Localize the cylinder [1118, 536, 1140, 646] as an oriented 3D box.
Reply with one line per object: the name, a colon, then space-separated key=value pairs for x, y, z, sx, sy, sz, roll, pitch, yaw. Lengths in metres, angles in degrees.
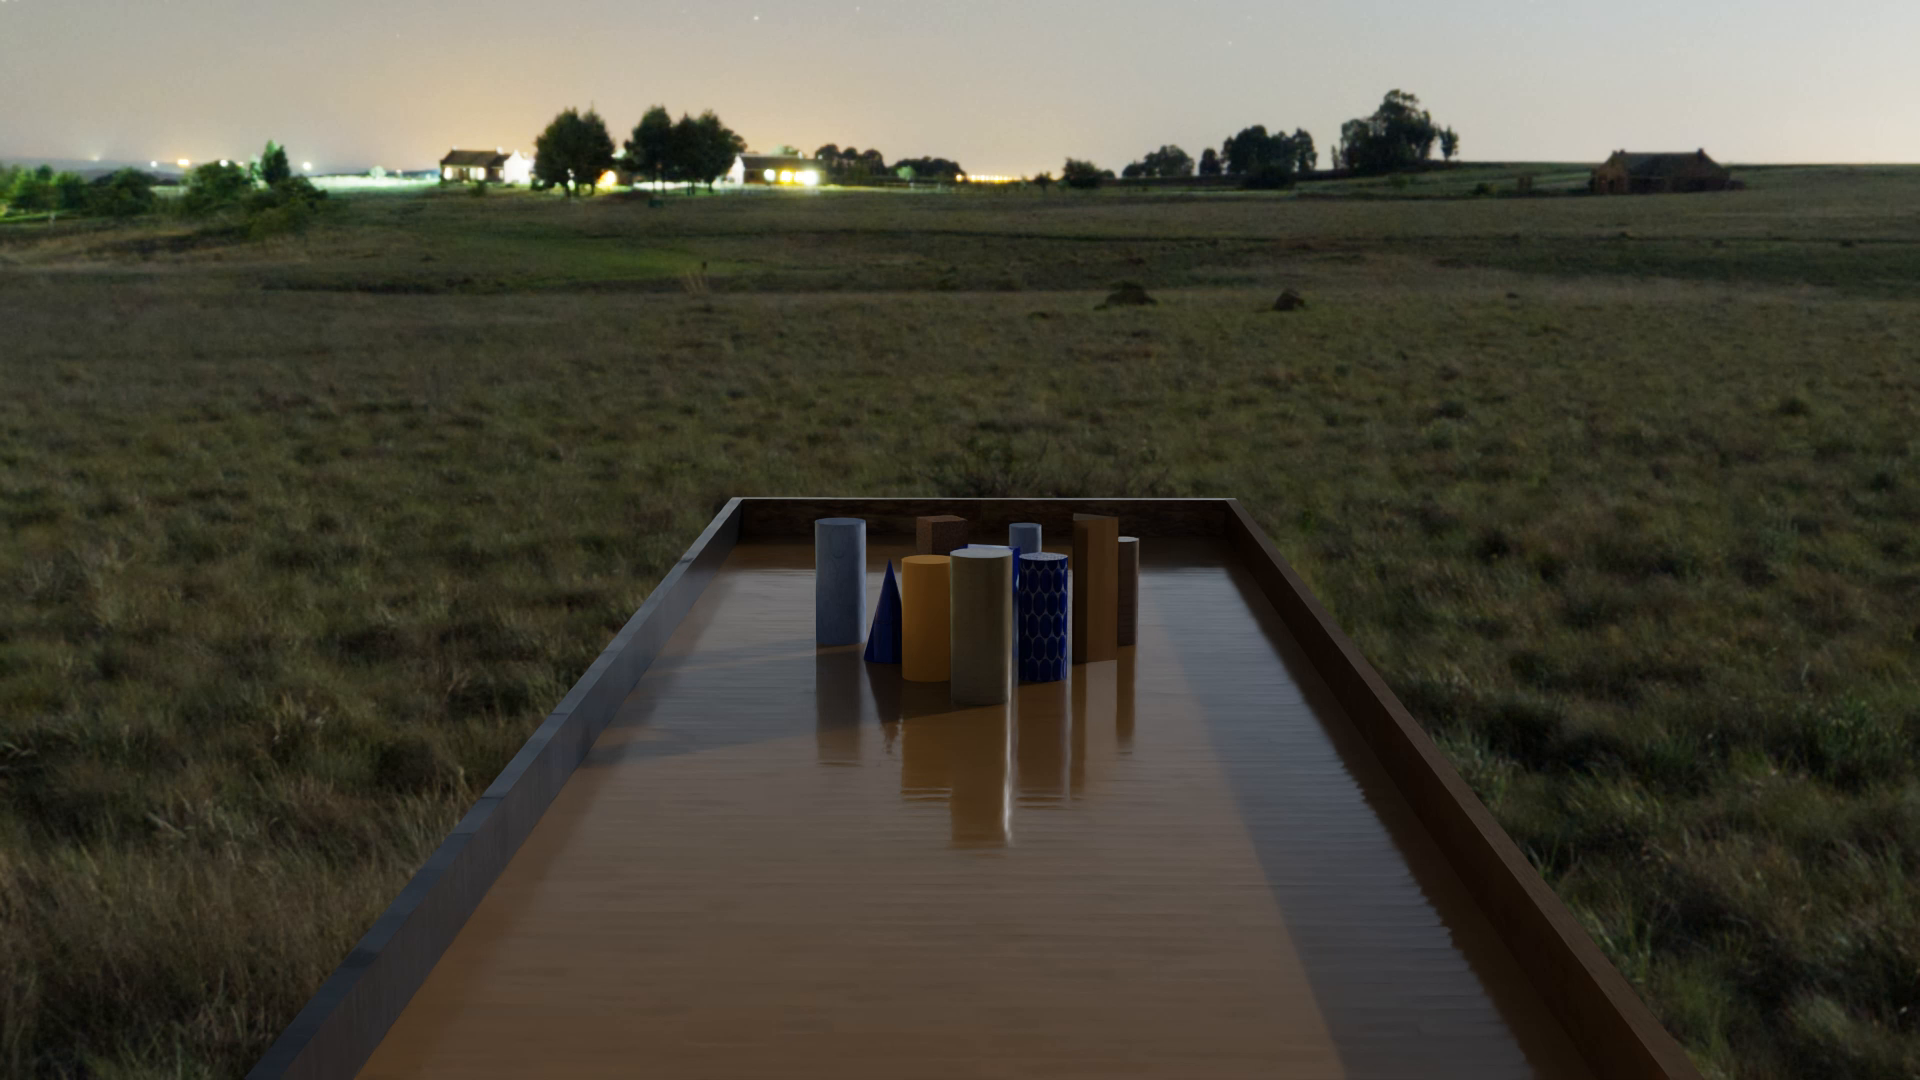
cylinder: x=0.511 y=0.161 z=6.936 sx=0.104 sy=0.331 sz=0.104 roll=0 pitch=9 yaw=0

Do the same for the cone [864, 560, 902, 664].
cone: x=-0.214 y=0.208 z=6.702 sx=0.164 sy=0.312 sz=0.164 roll=0 pitch=9 yaw=0

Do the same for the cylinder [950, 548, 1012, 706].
cylinder: x=0.060 y=0.241 z=6.156 sx=0.175 sy=0.416 sz=0.175 roll=0 pitch=9 yaw=0

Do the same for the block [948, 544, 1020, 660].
block: x=0.075 y=0.197 z=6.677 sx=0.174 sy=0.341 sz=0.174 roll=3 pitch=9 yaw=17

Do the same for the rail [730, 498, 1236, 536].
rail: x=0.099 y=-0.098 z=9.147 sx=2.100 sy=0.150 sz=0.050 roll=0 pitch=9 yaw=1

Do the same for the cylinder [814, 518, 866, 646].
cylinder: x=-0.377 y=0.130 z=6.968 sx=0.161 sy=0.383 sz=0.161 roll=0 pitch=9 yaw=0

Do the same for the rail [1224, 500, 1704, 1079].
rail: x=1.046 y=0.843 z=3.208 sx=0.050 sy=0.150 sz=12.000 roll=0 pitch=9 yaw=1

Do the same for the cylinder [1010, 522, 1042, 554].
cylinder: x=0.205 y=0.140 z=6.920 sx=0.101 sy=0.378 sz=0.101 roll=0 pitch=9 yaw=0

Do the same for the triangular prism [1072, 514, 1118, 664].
triangular prism: x=0.381 y=0.144 z=6.704 sx=0.155 sy=0.438 sz=0.134 roll=-4 pitch=10 yaw=-26

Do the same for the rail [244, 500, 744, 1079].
rail: x=-1.004 y=0.839 z=3.234 sx=0.050 sy=0.150 sz=12.000 roll=0 pitch=9 yaw=1

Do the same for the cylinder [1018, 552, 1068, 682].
cylinder: x=0.243 y=0.225 z=6.443 sx=0.143 sy=0.359 sz=0.143 roll=0 pitch=9 yaw=0

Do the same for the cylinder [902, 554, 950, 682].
cylinder: x=-0.091 y=0.229 z=6.453 sx=0.160 sy=0.349 sz=0.160 roll=0 pitch=9 yaw=0

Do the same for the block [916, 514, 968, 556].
block: x=-0.056 y=0.130 z=6.911 sx=0.123 sy=0.400 sz=0.123 roll=-4 pitch=10 yaw=-23
